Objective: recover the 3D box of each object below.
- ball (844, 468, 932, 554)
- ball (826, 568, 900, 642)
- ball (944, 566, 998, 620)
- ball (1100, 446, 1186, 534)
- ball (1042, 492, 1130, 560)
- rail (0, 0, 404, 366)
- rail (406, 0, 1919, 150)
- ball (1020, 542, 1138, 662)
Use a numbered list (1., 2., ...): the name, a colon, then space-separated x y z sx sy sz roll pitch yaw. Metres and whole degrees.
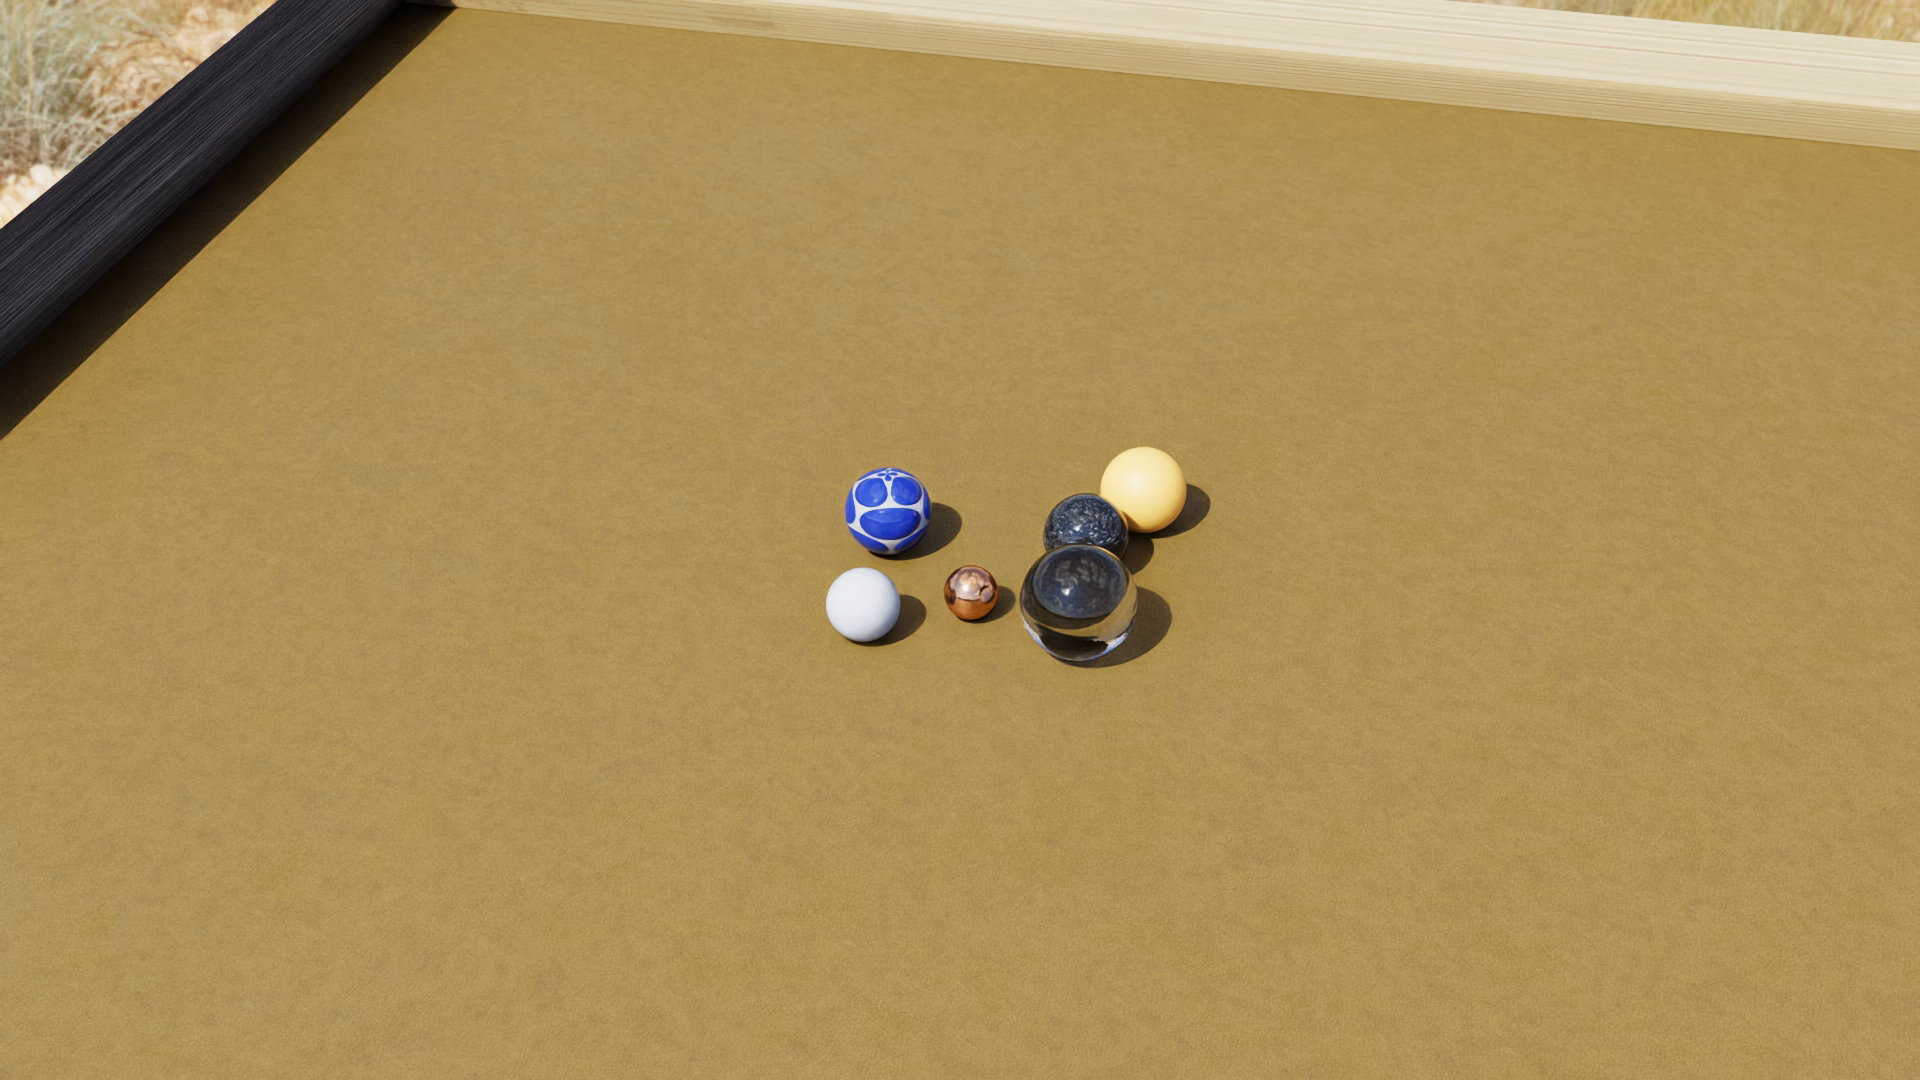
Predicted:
1. ball: -0.057 -0.023 2.034 0.069 0.069 0.069 0 34 0
2. ball: -0.073 0.049 1.939 0.057 0.057 0.057 0 34 0
3. ball: 0.008 0.040 1.964 0.042 0.042 0.042 0 34 0
4. ball: 0.147 -0.040 2.059 0.069 0.069 0.069 0 34 0
5. ball: 0.098 -0.003 2.006 0.068 0.068 0.068 0 34 0
6. rail: -0.862 -0.139 2.164 0.045 0.115 1.978 8 35 11
7. rail: 1.114 -0.424 2.587 3.643 0.115 0.045 8 35 11
8. ball: 0.089 0.046 1.914 0.089 0.089 0.089 0 34 0
